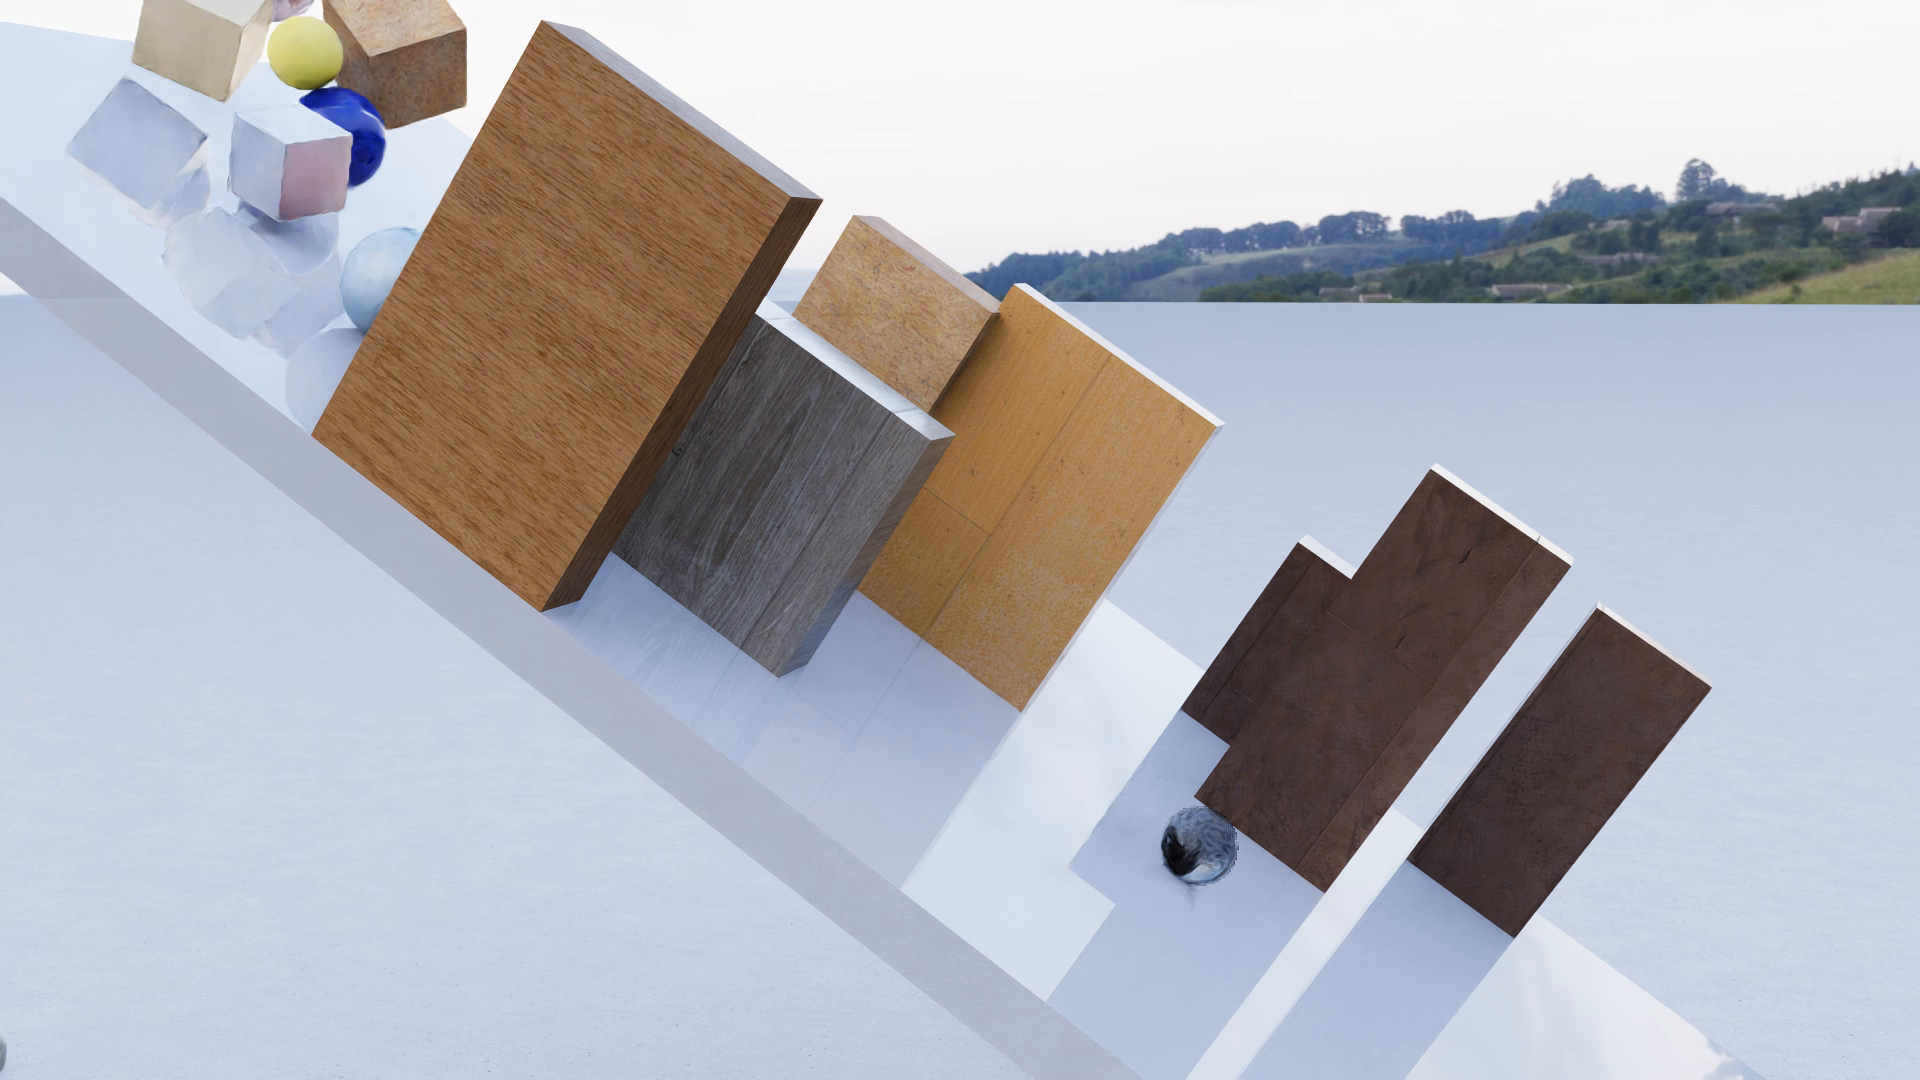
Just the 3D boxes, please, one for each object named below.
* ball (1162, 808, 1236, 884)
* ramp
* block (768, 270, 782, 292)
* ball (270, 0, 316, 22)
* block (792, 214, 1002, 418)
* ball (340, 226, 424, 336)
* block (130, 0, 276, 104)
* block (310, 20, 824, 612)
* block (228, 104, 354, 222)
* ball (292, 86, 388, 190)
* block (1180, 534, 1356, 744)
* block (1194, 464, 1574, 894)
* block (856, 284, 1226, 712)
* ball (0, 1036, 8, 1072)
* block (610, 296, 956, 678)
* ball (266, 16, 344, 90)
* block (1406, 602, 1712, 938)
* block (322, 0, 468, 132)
[{"bbox_3d":[0.405,0.518,3.726,0.126,0.126,0.126,0,7,0],"label":"ball"},{"bbox_3d":[-0.115,0.196,4.094,4.000,0.100,2.000,36,15,10],"label":"ramp"},{"bbox_3d":[-0.612,-0.384,3.776,0.431,0.474,0.085,36,15,10],"label":"block"},{"bbox_3d":[-1.399,-1.149,4.477,0.187,0.187,0.187,0,7,0],"label":"ball"},{"bbox_3d":[-0.200,-0.266,4.046,0.311,0.579,0.143,36,15,10],"label":"block"},{"bbox_3d":[-0.949,-0.430,3.742,0.206,0.206,0.206,0,7,0],"label":"ball"},{"bbox_3d":[-1.473,-1.016,4.300,0.192,0.192,0.192,23,42,-10],"label":"block"},{"bbox_3d":[-0.578,-0.319,3.188,0.447,0.711,0.127,36,15,10],"label":"block"},{"bbox_3d":[-1.197,-0.675,3.928,0.146,0.146,0.146,31,32,27],"label":"block"},{"bbox_3d":[-1.219,-0.782,4.286,0.201,0.201,0.201,0,7,0],"label":"ball"},{"bbox_3d":[0.689,0.241,4.573,0.244,0.432,0.133,36,15,10],"label":"block"},{"bbox_3d":[0.779,0.258,4.076,0.300,0.761,0.119,36,15,10],"label":"block"},{"bbox_3d":[0.116,-0.076,3.997,0.444,0.635,0.084,36,15,10],"label":"block"},{"bbox_3d":[-2.250,1.180,5.033,0.131,0.131,0.131,0,7,0],"label":"ball"},{"bbox_3d":[-0.304,-0.089,3.517,0.394,0.460,0.129,36,15,10],"label":"block"},{"bbox_3d":[-1.255,-0.933,4.215,0.141,0.141,0.141,0,7,0],"label":"ball"},{"bbox_3d":[1.223,0.473,4.513,0.271,0.657,0.092,36,15,10],"label":"block"},{"bbox_3d":[-1.139,-0.991,4.440,0.210,0.210,0.210,-25,63,-27],"label":"block"}]
